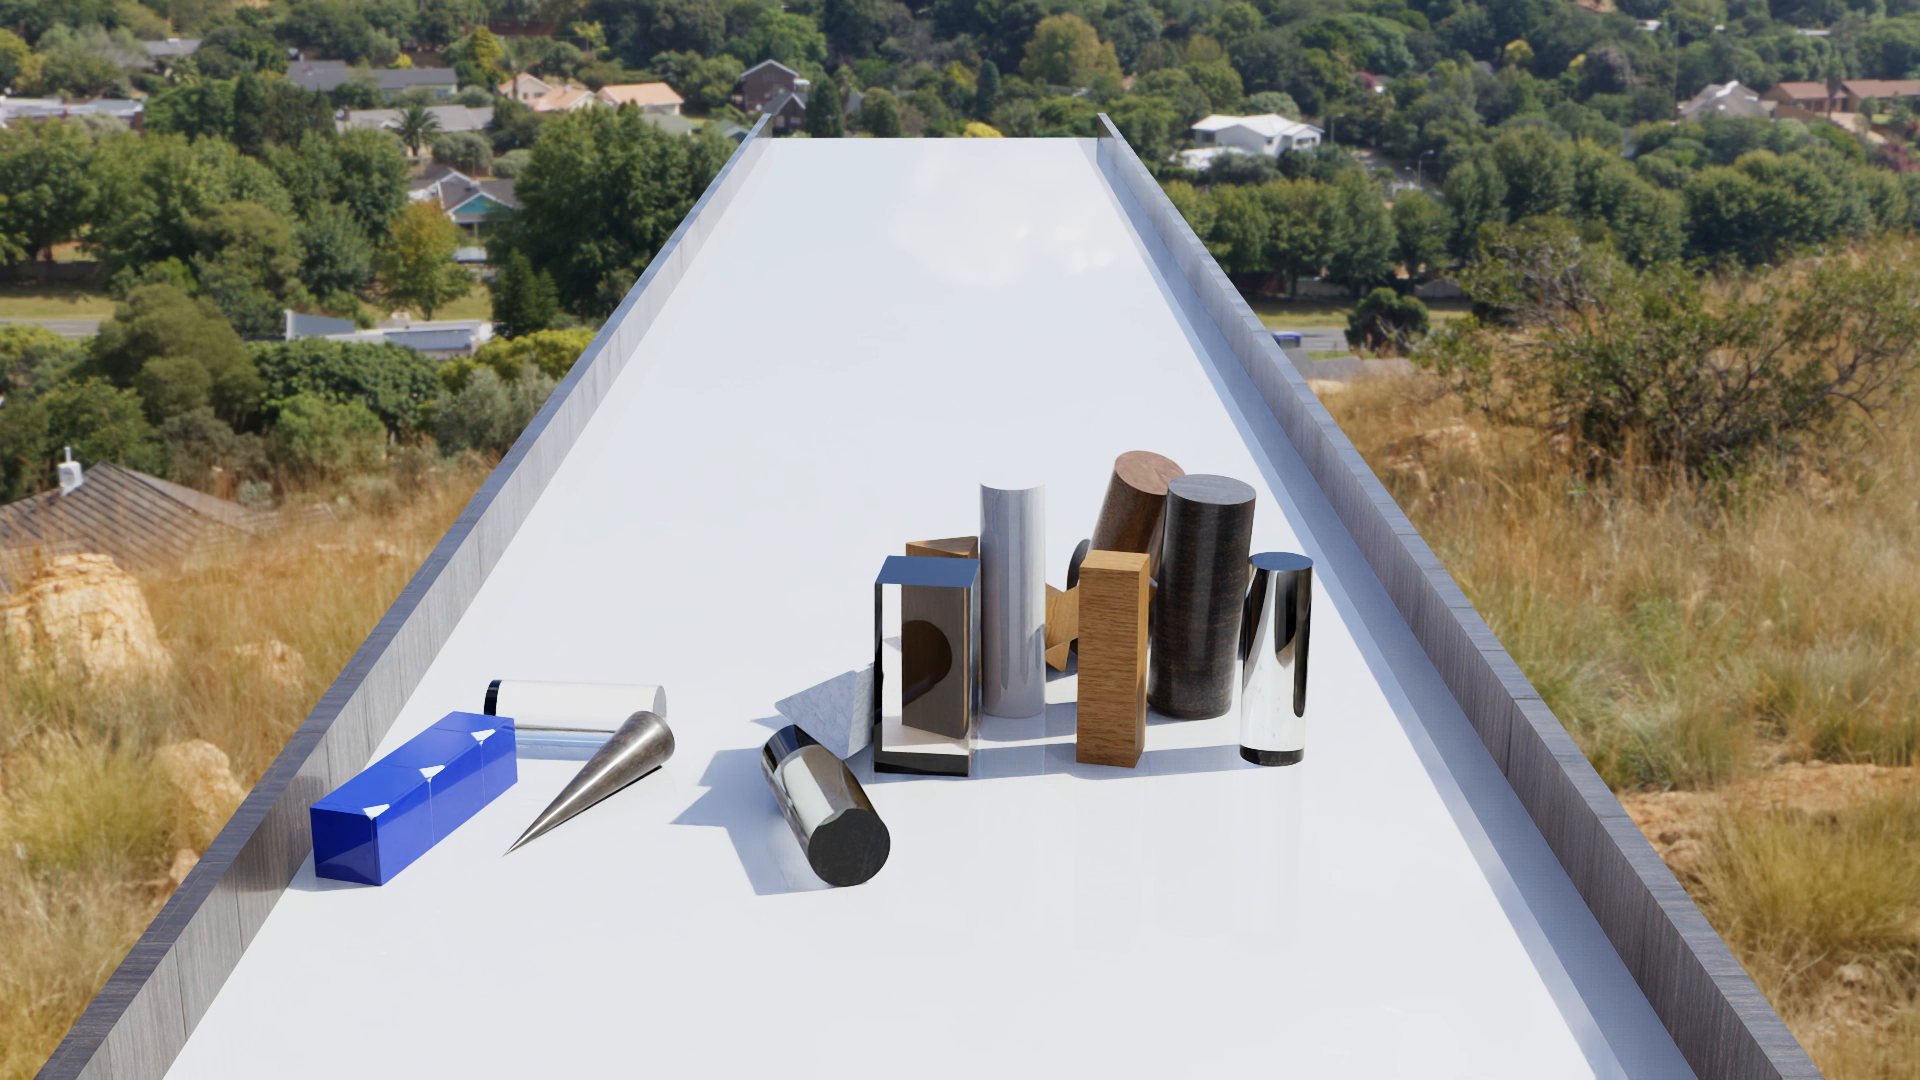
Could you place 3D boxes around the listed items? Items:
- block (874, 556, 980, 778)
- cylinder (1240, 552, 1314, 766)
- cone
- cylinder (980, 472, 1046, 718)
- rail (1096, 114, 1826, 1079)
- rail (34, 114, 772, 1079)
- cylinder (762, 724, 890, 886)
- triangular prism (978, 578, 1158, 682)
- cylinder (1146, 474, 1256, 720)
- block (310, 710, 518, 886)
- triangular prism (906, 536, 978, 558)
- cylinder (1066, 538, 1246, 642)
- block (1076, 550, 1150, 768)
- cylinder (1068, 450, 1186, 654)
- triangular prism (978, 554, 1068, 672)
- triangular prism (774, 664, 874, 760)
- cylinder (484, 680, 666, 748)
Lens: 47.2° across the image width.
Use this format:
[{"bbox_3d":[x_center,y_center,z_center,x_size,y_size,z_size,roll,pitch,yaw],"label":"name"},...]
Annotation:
[{"bbox_3d":[-0.057,0.220,3.873,0.166,0.348,0.166,2,17,6],"label":"block"},{"bbox_3d":[0.558,0.210,3.885,0.116,0.362,0.116,0,17,0],"label":"cylinder"},{"bbox_3d":[-0.641,0.428,3.698,0.103,0.103,0.437,8,25,25],"label":"cone"},{"bbox_3d":[0.099,0.103,4.097,0.122,0.445,0.122,-1,18,0],"label":"cylinder"},{"bbox_3d":[0.932,-0.844,7.801,0.050,0.150,12.000,0,17,-1],"label":"rail"},{"bbox_3d":[-1.118,-0.838,7.780,0.050,0.150,12.000,0,17,-1],"label":"rail"},{"bbox_3d":[-0.222,0.424,3.569,0.132,0.132,0.373,-5,17,-15],"label":"cylinder"},{"bbox_3d":[0.179,0.153,4.197,0.416,0.080,0.093,-27,7,30],"label":"triangular prism"},{"bbox_3d":[0.447,0.106,4.093,0.162,0.429,0.162,3,21,-1],"label":"cylinder"},{"bbox_3d":[-0.889,0.417,3.616,0.118,0.118,0.438,5,17,17],"label":"block"},{"bbox_3d":[-0.007,0.163,4.099,0.143,0.327,0.123,11,18,37],"label":"triangular prism"},{"bbox_3d":[0.461,0.108,4.570,0.453,0.167,0.167,8,18,25],"label":"cylinder"},{"bbox_3d":[0.270,0.210,3.884,0.105,0.364,0.105,4,17,14],"label":"block"},{"bbox_3d":[0.321,0.037,4.321,0.144,0.422,0.144,10,36,-7],"label":"cylinder"},{"bbox_3d":[0.105,0.122,4.472,0.150,0.130,0.368,38,-5,-32],"label":"triangular prism"},{"bbox_3d":[-0.189,0.266,3.808,0.147,0.128,0.401,37,3,5],"label":"triangular prism"},{"bbox_3d":[-0.692,0.315,3.963,0.306,0.117,0.117,2,17,6],"label":"cylinder"}]
